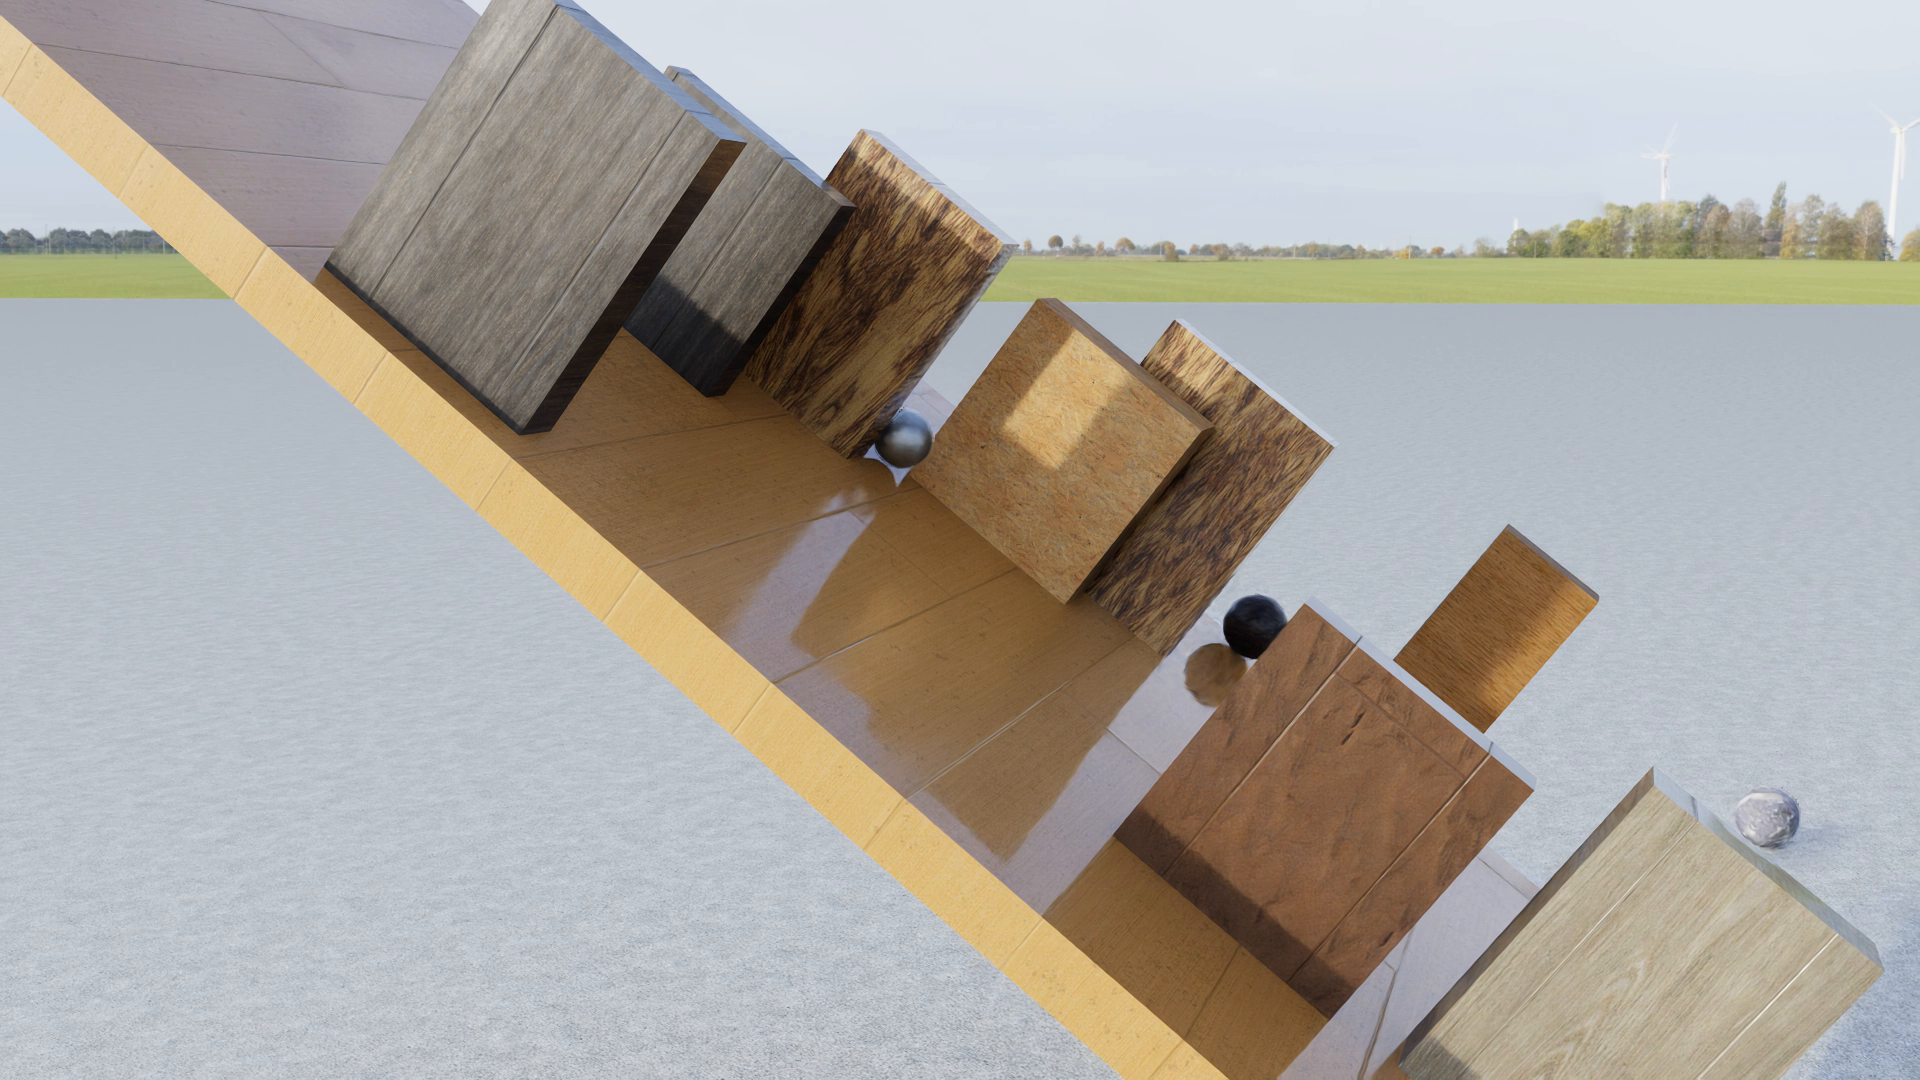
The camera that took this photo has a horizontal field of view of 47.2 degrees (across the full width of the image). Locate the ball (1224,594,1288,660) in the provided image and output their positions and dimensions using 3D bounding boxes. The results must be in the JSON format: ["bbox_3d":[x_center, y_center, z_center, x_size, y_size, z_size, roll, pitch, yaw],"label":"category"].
[{"bbox_3d":[0.647,0.189,4.810,0.142,0.142,0.142,0,7,0],"label":"ball"}]

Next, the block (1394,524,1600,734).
[{"bbox_3d":[1.069,0.270,4.677,0.240,0.584,0.105,40,16,9],"label":"block"}]

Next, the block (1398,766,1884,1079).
[{"bbox_3d":[1.022,0.707,3.338,0.411,0.589,0.141,40,16,9],"label":"block"}]

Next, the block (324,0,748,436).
[{"bbox_3d":[-0.635,-0.495,3.259,0.408,0.539,0.099,40,16,9],"label":"block"}]

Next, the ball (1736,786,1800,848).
[{"bbox_3d":[2.613,0.897,7.117,0.195,0.195,0.195,0,7,0],"label":"ball"}]

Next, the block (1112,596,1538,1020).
[{"bbox_3d":[0.553,0.410,3.372,0.433,0.479,0.084,40,16,9],"label":"block"}]

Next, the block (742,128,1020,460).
[{"bbox_3d":[-0.185,-0.466,4.192,0.351,0.512,0.110,40,16,9],"label":"block"}]

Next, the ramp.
[{"bbox_3d":[-0.038,0.094,4.057,4.000,0.100,2.000,40,16,9],"label":"ramp"}]

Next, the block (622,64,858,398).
[{"bbox_3d":[-0.475,-0.555,3.973,0.410,0.429,0.083,40,16,9],"label":"block"}]

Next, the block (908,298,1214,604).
[{"bbox_3d":[0.198,-0.178,4.341,0.409,0.437,0.144,40,16,9],"label":"block"}]

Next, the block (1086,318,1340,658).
[{"bbox_3d":[0.430,-0.104,4.428,0.404,0.546,0.090,40,16,9],"label":"block"}]

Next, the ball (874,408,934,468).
[{"bbox_3d":[-0.111,-0.201,4.312,0.117,0.117,0.117,0,7,0],"label":"ball"}]
